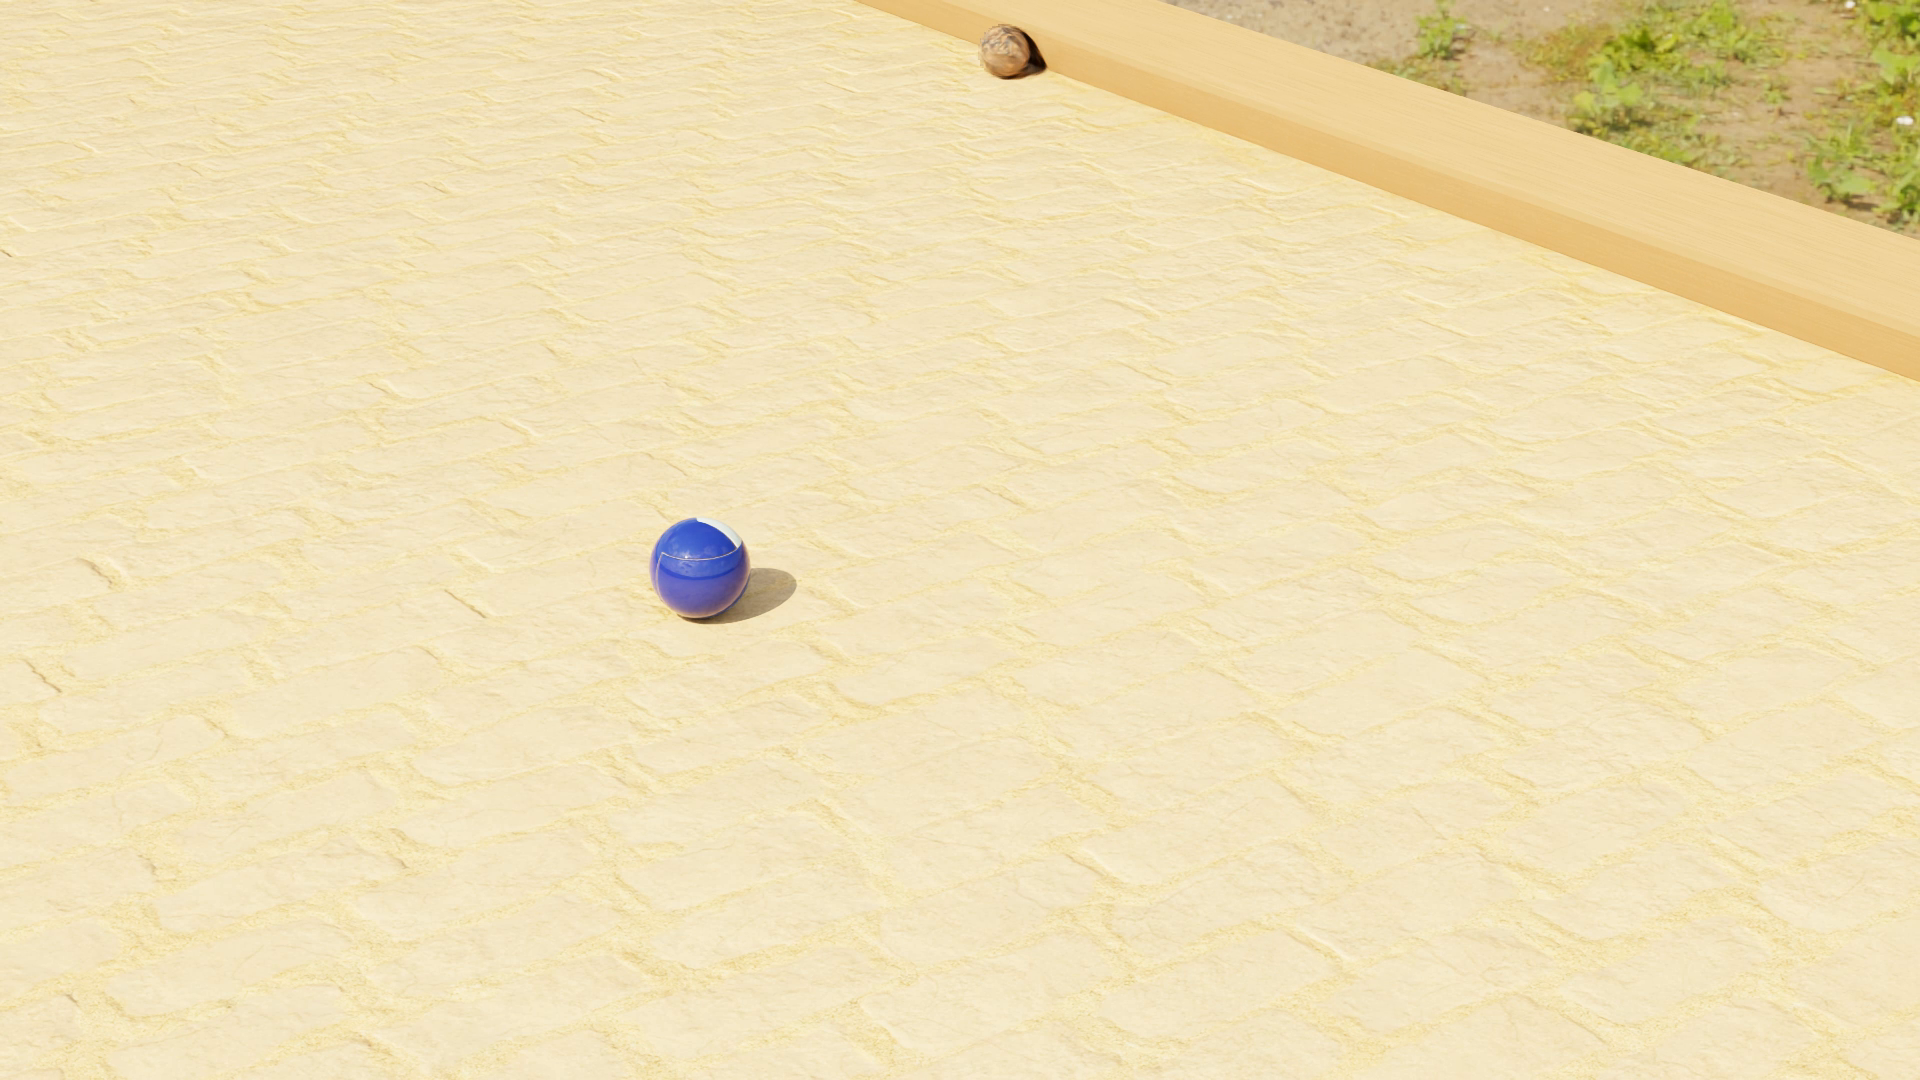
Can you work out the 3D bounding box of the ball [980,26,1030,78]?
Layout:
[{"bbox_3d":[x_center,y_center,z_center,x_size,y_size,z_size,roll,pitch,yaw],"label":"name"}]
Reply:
[{"bbox_3d":[0.053,-0.578,3.479,0.060,0.060,0.060,0,24,0],"label":"ball"}]

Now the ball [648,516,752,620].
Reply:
[{"bbox_3d":[-0.190,0.020,2.146,0.075,0.075,0.075,0,24,0],"label":"ball"}]

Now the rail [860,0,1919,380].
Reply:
[{"bbox_3d":[0.194,-0.553,3.347,0.045,0.123,3.736,-17,29,-32],"label":"rail"}]
